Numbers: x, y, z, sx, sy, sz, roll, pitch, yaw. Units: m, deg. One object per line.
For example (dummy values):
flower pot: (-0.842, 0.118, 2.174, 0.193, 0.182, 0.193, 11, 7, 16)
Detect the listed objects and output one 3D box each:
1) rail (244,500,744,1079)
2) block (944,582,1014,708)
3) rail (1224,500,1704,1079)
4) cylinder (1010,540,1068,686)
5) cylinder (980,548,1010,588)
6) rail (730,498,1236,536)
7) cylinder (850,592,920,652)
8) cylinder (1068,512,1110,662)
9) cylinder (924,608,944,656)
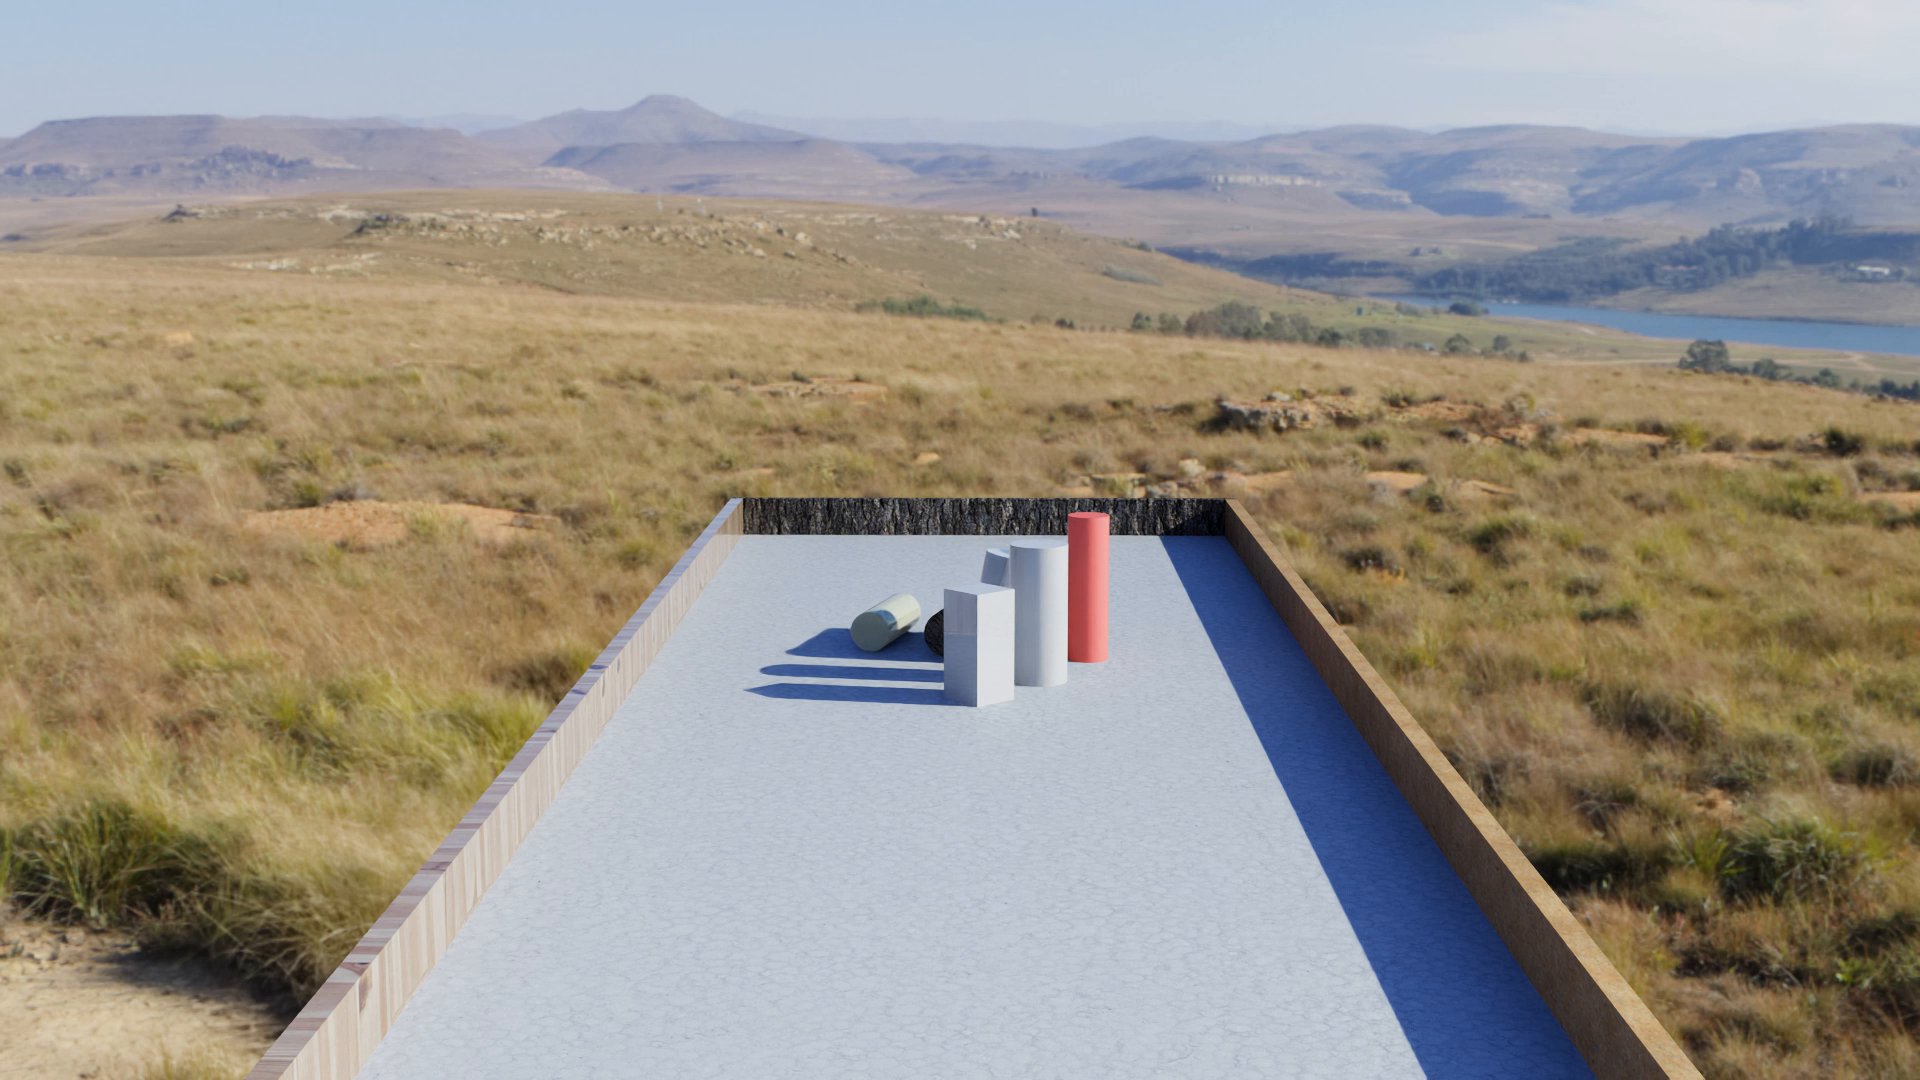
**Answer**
rail: (-1.004, 0.839, 3.234, 0.050, 0.150, 12.000, 0, 9, 1)
block: (0.053, 0.292, 6.161, 0.140, 0.315, 0.140, -8, 12, -42)
rail: (1.046, 0.843, 3.208, 0.050, 0.150, 12.000, 0, 9, 1)
cylinder: (0.228, 0.210, 6.390, 0.171, 0.404, 0.171, 0, 9, 0)
cylinder: (0.129, 0.197, 6.681, 0.163, 0.313, 0.163, 12, 8, -2)
rail: (0.099, -0.098, 9.147, 2.100, 0.150, 0.050, 0, 9, 1)
cylinder: (-0.233, 0.259, 6.977, 0.125, 0.125, 0.342, 2, 9, 15)
cylinder: (0.390, 0.144, 6.688, 0.125, 0.443, 0.125, 0, 9, 0)
cylinder: (0.004, 0.262, 6.908, 0.141, 0.141, 0.364, 2, 9, 14)
